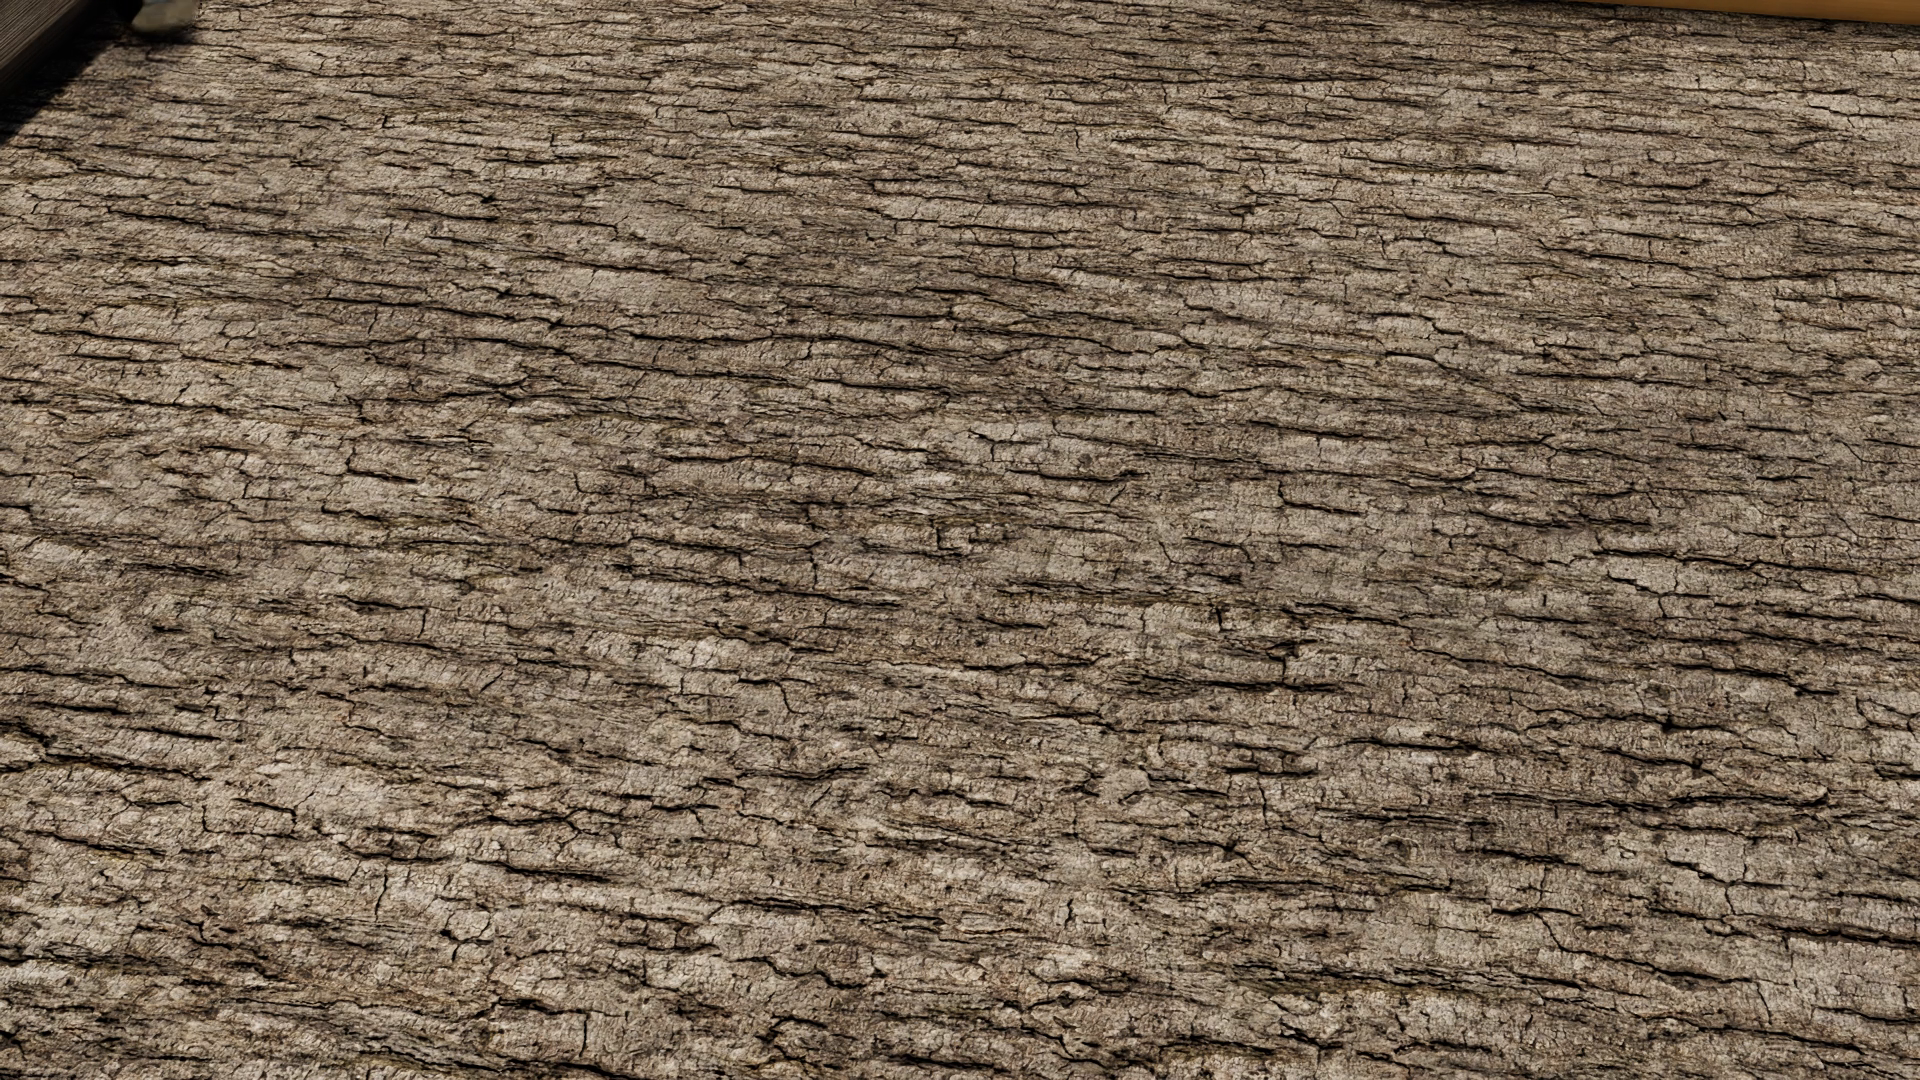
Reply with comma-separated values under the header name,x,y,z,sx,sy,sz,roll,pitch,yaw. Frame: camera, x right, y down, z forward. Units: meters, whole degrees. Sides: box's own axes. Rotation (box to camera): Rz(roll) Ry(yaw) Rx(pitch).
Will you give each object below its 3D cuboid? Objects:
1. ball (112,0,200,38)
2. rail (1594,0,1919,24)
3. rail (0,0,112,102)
name,x,y,z,sx,sy,sz,roll,pitch,yaw
ball,-0.793,-0.538,2.530,0.083,0.083,0.083,0,35,0
rail,1.206,-0.528,2.483,4.119,0.119,0.045,6,36,8
rail,-0.990,-0.122,1.905,0.045,0.119,2.217,6,36,8
